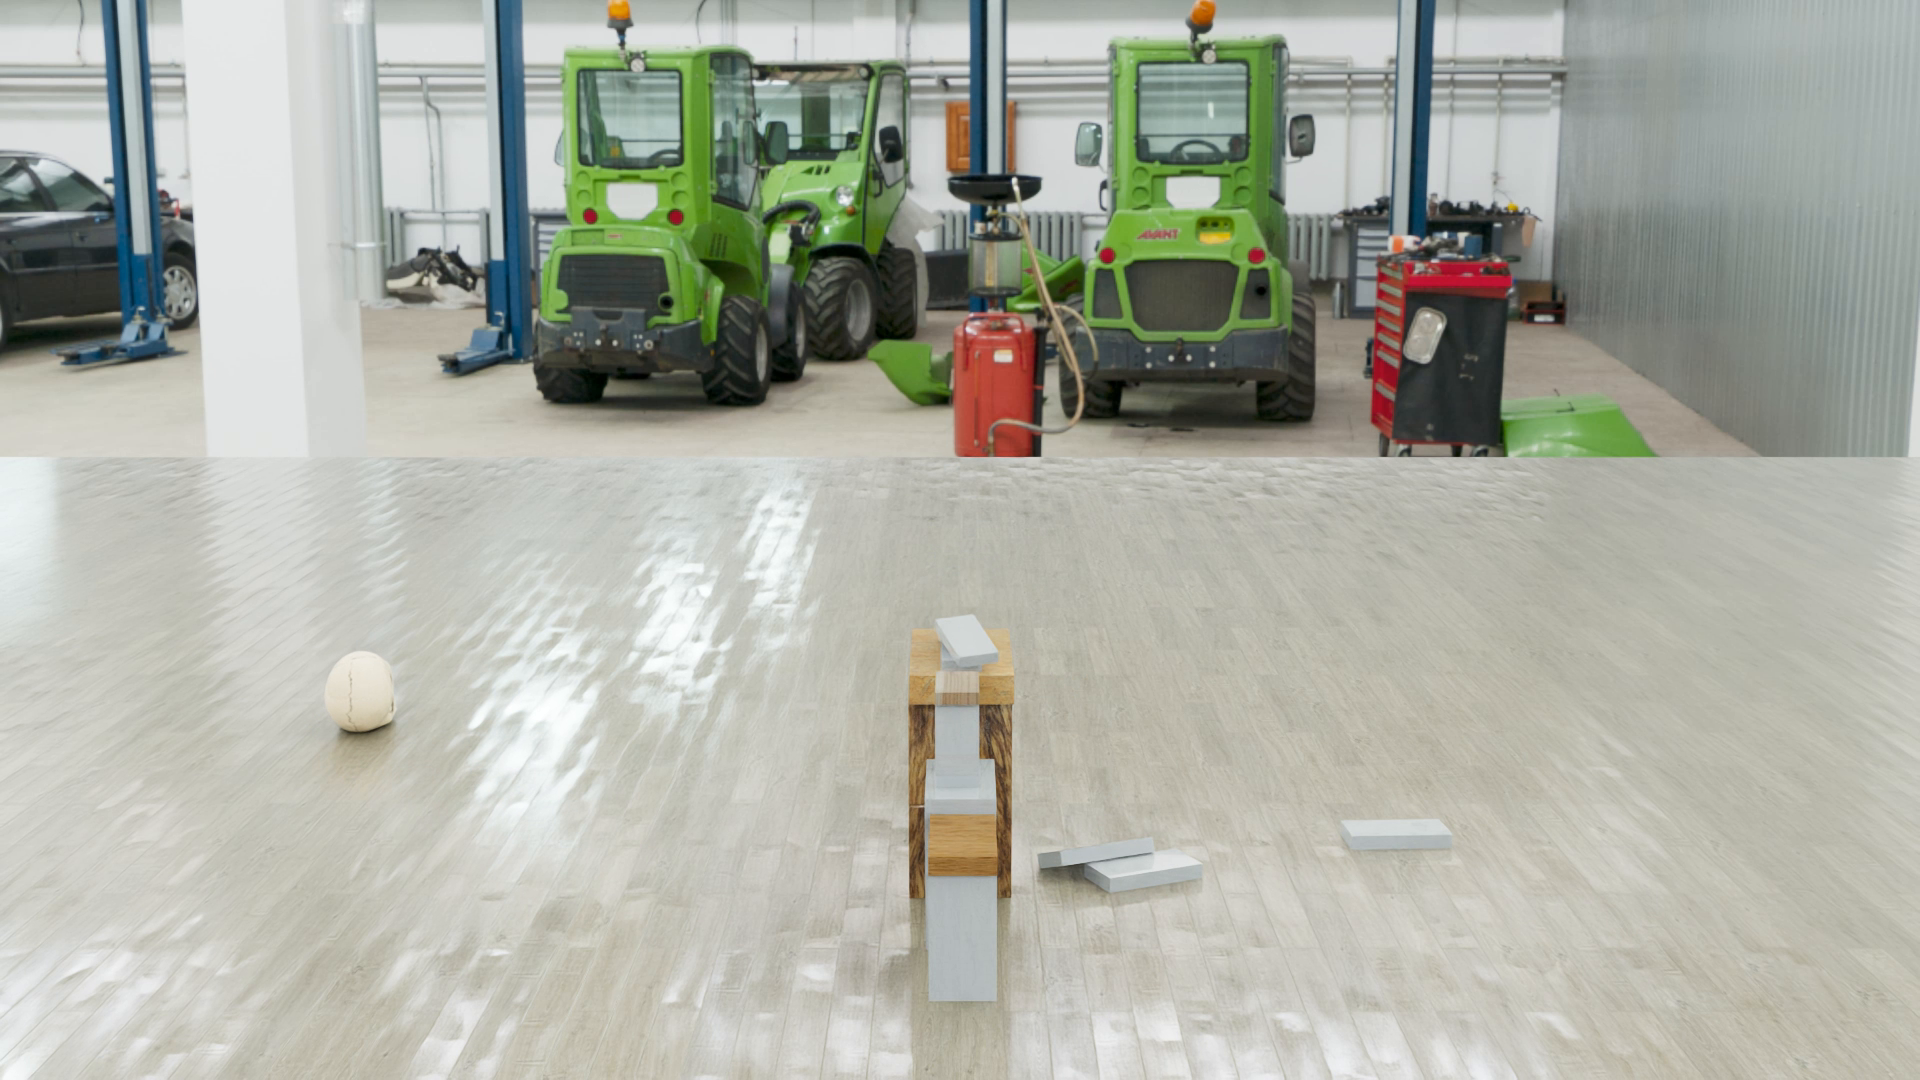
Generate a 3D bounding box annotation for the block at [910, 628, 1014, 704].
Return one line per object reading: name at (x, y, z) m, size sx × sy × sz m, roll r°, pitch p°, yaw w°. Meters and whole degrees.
block at (0.002, 0.211, 3.718) m, size 0.170 × 0.048 × 0.339 m, roll 0°, pitch 11°, yaw 0°

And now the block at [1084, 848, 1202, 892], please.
block at (0.313, 0.563, 3.747) m, size 0.180 × 0.025 × 0.090 m, roll -5°, pitch 12°, yaw -24°

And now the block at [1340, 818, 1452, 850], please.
block at (0.781, 0.527, 3.938) m, size 0.180 × 0.025 × 0.090 m, roll -1°, pitch 11°, yaw -3°

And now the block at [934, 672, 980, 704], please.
block at (-0.004, 0.231, 3.438) m, size 0.068 × 0.019 × 0.136 m, roll 0°, pitch 11°, yaw 0°

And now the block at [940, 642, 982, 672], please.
block at (0.002, 0.193, 3.635) m, size 0.067 × 0.019 × 0.134 m, roll 0°, pitch 11°, yaw 0°

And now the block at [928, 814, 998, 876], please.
block at (0.004, 0.450, 3.255) m, size 0.099 × 0.028 × 0.199 m, roll 0°, pitch 11°, yaw 0°

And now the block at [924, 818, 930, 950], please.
block at (0.001, 0.526, 3.412) m, size 0.109 × 0.219 × 0.031 m, roll 0°, pitch 11°, yaw 0°

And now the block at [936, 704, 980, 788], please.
block at (-0.004, 0.315, 3.408) m, size 0.068 × 0.136 × 0.019 m, roll 0°, pitch 11°, yaw 0°

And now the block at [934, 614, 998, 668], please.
block at (0.010, 0.165, 3.607) m, size 0.067 × 0.019 × 0.134 m, roll -7°, pitch 27°, yaw -16°

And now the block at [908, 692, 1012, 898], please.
block at (0.000, 0.423, 3.641) m, size 0.170 × 0.339 × 0.048 m, roll 0°, pitch 11°, yaw 0°

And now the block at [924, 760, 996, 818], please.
block at (0.001, 0.390, 3.461) m, size 0.109 × 0.031 × 0.219 m, roll 0°, pitch 11°, yaw 0°

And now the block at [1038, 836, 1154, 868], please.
block at (0.234, 0.539, 3.793) m, size 0.180 × 0.025 × 0.090 m, roll -5°, pitch -8°, yaw -25°

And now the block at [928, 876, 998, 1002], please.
block at (0.004, 0.574, 3.211) m, size 0.099 × 0.199 × 0.028 m, roll 0°, pitch 11°, yaw 0°

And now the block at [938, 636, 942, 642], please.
block at (-0.001, 0.162, 3.723) m, size 0.067 × 0.019 × 0.134 m, roll 0°, pitch -1°, yaw -2°
